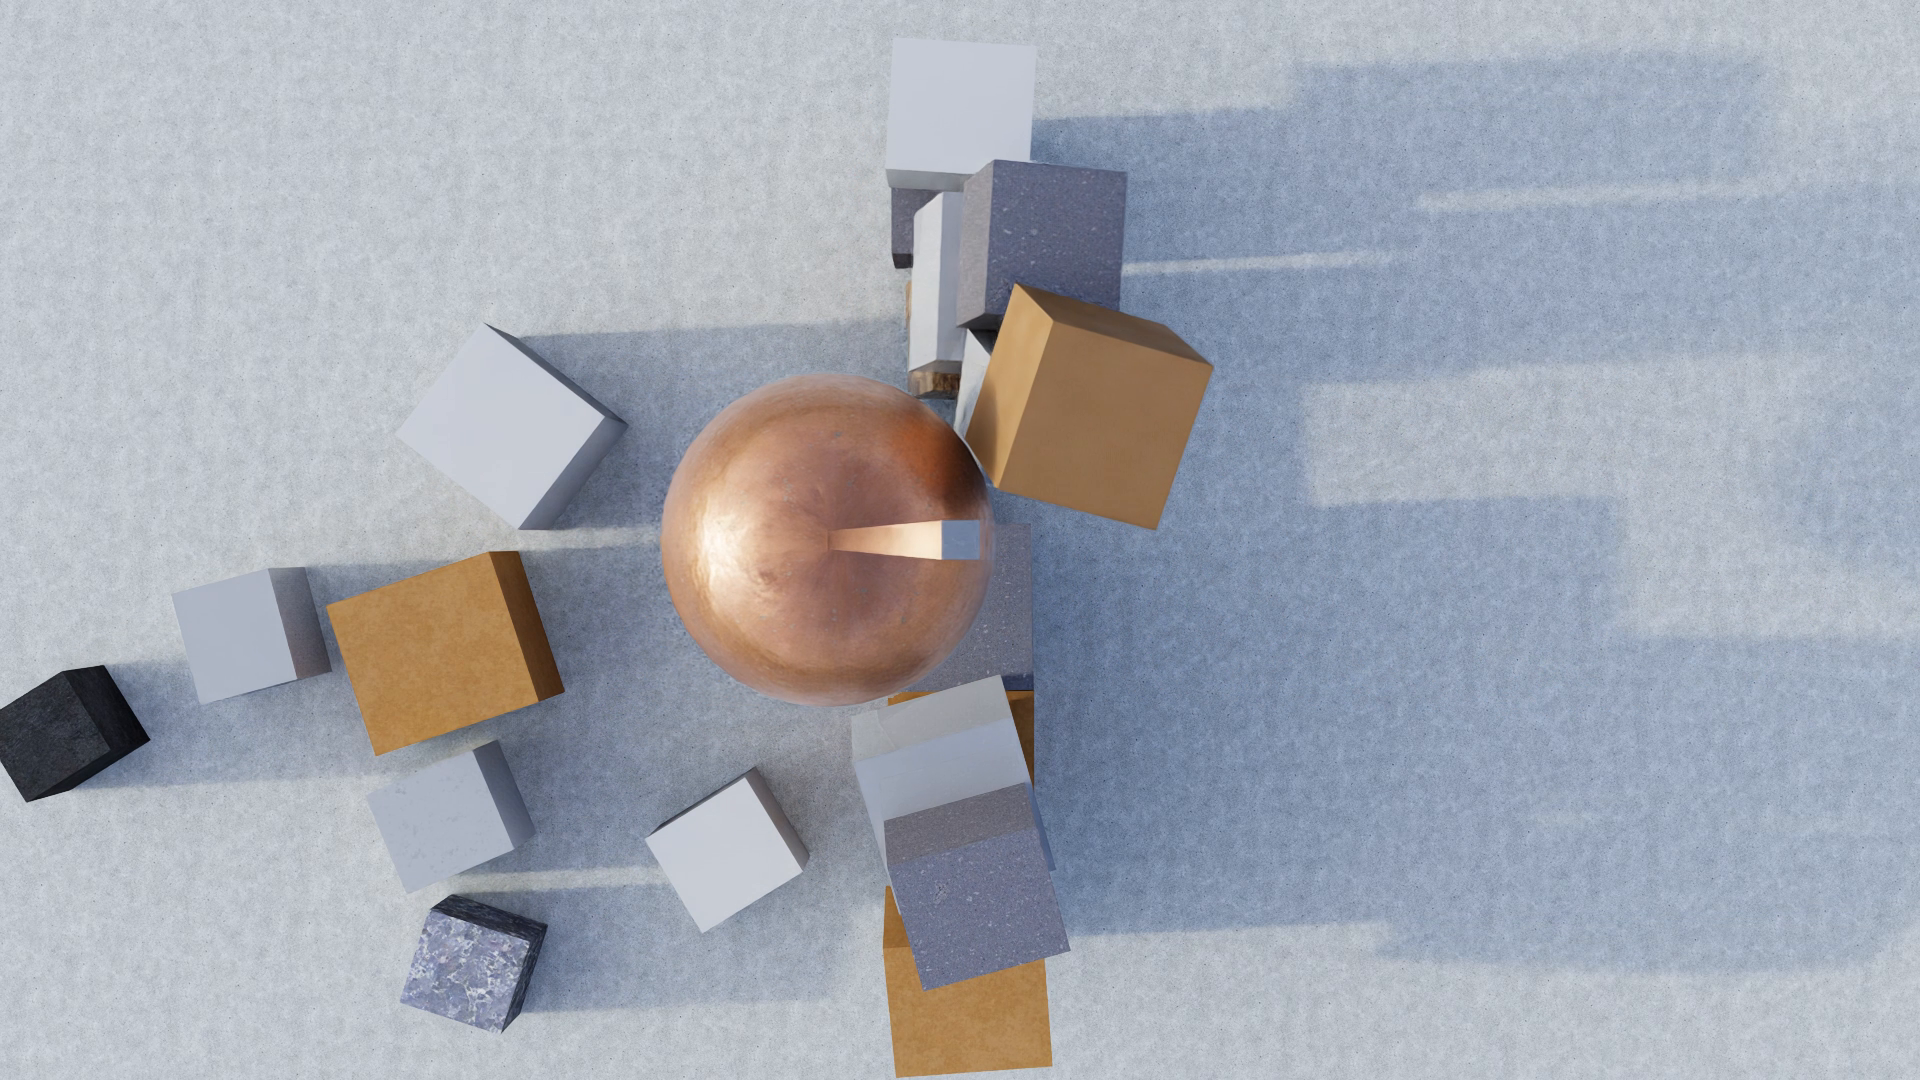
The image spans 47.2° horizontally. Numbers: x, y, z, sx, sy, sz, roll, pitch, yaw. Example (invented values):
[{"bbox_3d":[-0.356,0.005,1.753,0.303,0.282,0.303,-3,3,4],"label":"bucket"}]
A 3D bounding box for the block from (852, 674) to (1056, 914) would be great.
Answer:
[{"bbox_3d":[-0.047,1.329,11.625,0.841,0.804,0.857,-16,102,0],"label":"block"}]

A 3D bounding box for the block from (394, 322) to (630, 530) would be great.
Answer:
[{"bbox_3d":[-2.530,-0.628,12.545,0.853,0.909,0.786,38,90,0],"label":"block"}]

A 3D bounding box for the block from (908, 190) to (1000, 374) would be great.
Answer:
[{"bbox_3d":[0.213,-1.342,11.750,0.813,0.798,0.865,2,89,-12],"label":"block"}]

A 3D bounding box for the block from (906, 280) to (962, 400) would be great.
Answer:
[{"bbox_3d":[0.083,-1.166,12.541,0.641,0.806,0.677,0,90,-12],"label":"block"}]

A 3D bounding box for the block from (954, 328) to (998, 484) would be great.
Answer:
[{"bbox_3d":[0.373,-0.657,11.055,0.630,0.754,0.602,4,108,-12],"label":"block"}]

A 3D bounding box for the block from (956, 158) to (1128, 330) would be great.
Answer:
[{"bbox_3d":[0.397,-1.445,11.019,0.670,0.707,0.747,4,89,-12],"label":"block"}]

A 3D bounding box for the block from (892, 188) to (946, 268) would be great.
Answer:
[{"bbox_3d":[-0.012,-2.024,12.649,0.743,0.702,0.839,0,90,0],"label":"block"}]

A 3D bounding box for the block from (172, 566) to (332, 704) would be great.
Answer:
[{"bbox_3d":[-4.063,0.540,12.654,0.561,0.691,0.642,-15,90,0],"label":"block"}]

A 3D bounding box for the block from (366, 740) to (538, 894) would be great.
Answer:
[{"bbox_3d":[-2.919,1.584,12.666,0.654,0.668,0.605,-23,90,0],"label":"block"}]

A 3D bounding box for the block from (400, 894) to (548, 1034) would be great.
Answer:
[{"bbox_3d":[-2.803,2.446,12.721,0.601,0.558,0.552,18,90,0],"label":"block"}]

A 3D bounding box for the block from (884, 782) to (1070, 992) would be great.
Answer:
[{"bbox_3d":[0.076,1.718,10.964,0.745,0.662,0.669,-15,102,0],"label":"block"}]

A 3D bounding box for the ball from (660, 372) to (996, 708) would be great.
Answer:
[{"bbox_3d":[-0.625,0.000,10.506,1.600,1.600,1.600,0,90,0],"label":"ball"}]

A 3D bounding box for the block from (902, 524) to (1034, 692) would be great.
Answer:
[{"bbox_3d":[-0.052,0.369,12.473,0.890,1.055,0.904,-1,90,0],"label":"block"}]

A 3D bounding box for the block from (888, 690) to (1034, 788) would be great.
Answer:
[{"bbox_3d":[0.006,1.179,12.577,0.809,0.845,0.689,0,90,0],"label":"block"}]

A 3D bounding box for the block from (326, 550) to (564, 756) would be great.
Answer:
[{"bbox_3d":[-2.925,0.631,12.593,0.953,0.814,0.880,-18,90,0],"label":"block"}]

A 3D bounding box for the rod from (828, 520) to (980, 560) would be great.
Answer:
[{"bbox_3d":[-0.271,0.000,7.125,0.080,5.200,0.080,0,90,-6],"label":"rod"}]

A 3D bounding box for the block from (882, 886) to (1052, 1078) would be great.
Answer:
[{"bbox_3d":[0.042,2.320,11.734,0.826,0.677,0.770,-4,109,1],"label":"block"}]

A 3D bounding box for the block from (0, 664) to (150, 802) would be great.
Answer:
[{"bbox_3d":[-5.162,1.110,12.695,0.563,0.610,0.525,-32,90,0],"label":"block"}]

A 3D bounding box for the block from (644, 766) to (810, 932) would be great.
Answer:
[{"bbox_3d":[-1.329,1.775,12.687,0.663,0.627,0.621,-32,90,0],"label":"block"}]

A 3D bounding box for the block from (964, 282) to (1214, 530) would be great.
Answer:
[{"bbox_3d":[0.580,-0.634,10.250,0.777,0.835,0.801,14,105,-15],"label":"block"}]

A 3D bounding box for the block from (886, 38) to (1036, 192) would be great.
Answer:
[{"bbox_3d":[0.005,-2.296,11.986,0.764,0.624,0.698,4,90,0],"label":"block"}]
